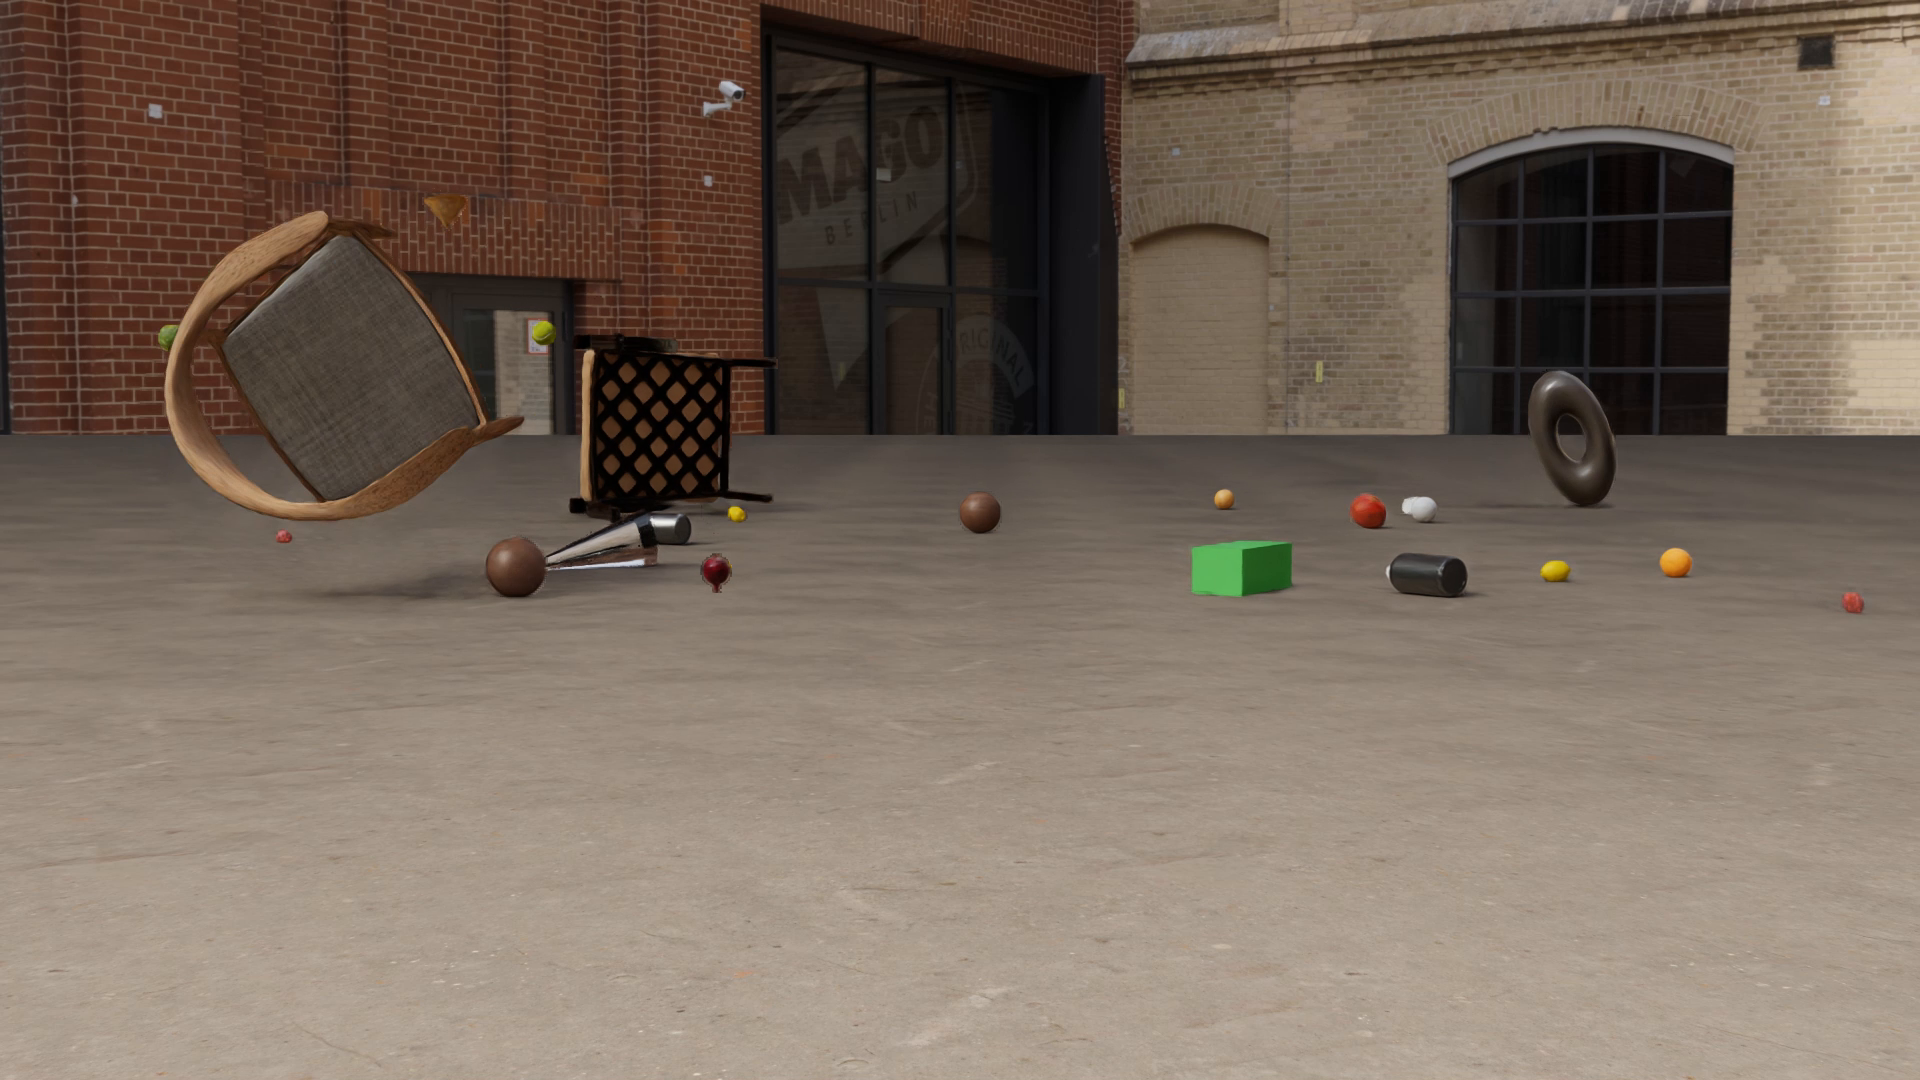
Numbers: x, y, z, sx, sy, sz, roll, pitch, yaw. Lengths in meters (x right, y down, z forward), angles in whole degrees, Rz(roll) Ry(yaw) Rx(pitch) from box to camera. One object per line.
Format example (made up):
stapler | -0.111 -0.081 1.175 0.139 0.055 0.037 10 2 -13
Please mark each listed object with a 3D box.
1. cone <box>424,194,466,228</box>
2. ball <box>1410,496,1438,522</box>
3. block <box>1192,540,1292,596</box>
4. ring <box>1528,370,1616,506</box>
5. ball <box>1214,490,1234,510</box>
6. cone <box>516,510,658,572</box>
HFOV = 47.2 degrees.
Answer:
cone | -1.144 -0.724 4.898 0.093 0.065 0.095 -5 -8 -7
ball | 1.561 -0.102 7.392 0.088 0.088 0.088 0 4 0
block | 0.629 0.062 4.896 0.121 0.102 0.249 3 5 33
ring | 2.320 -0.387 8.339 0.291 0.535 0.178 -19 1 13
ball | 0.986 -0.151 8.201 0.076 0.076 0.076 0 4 0
cone | -0.944 0.036 5.491 0.345 0.138 0.162 -15 -32 -23
